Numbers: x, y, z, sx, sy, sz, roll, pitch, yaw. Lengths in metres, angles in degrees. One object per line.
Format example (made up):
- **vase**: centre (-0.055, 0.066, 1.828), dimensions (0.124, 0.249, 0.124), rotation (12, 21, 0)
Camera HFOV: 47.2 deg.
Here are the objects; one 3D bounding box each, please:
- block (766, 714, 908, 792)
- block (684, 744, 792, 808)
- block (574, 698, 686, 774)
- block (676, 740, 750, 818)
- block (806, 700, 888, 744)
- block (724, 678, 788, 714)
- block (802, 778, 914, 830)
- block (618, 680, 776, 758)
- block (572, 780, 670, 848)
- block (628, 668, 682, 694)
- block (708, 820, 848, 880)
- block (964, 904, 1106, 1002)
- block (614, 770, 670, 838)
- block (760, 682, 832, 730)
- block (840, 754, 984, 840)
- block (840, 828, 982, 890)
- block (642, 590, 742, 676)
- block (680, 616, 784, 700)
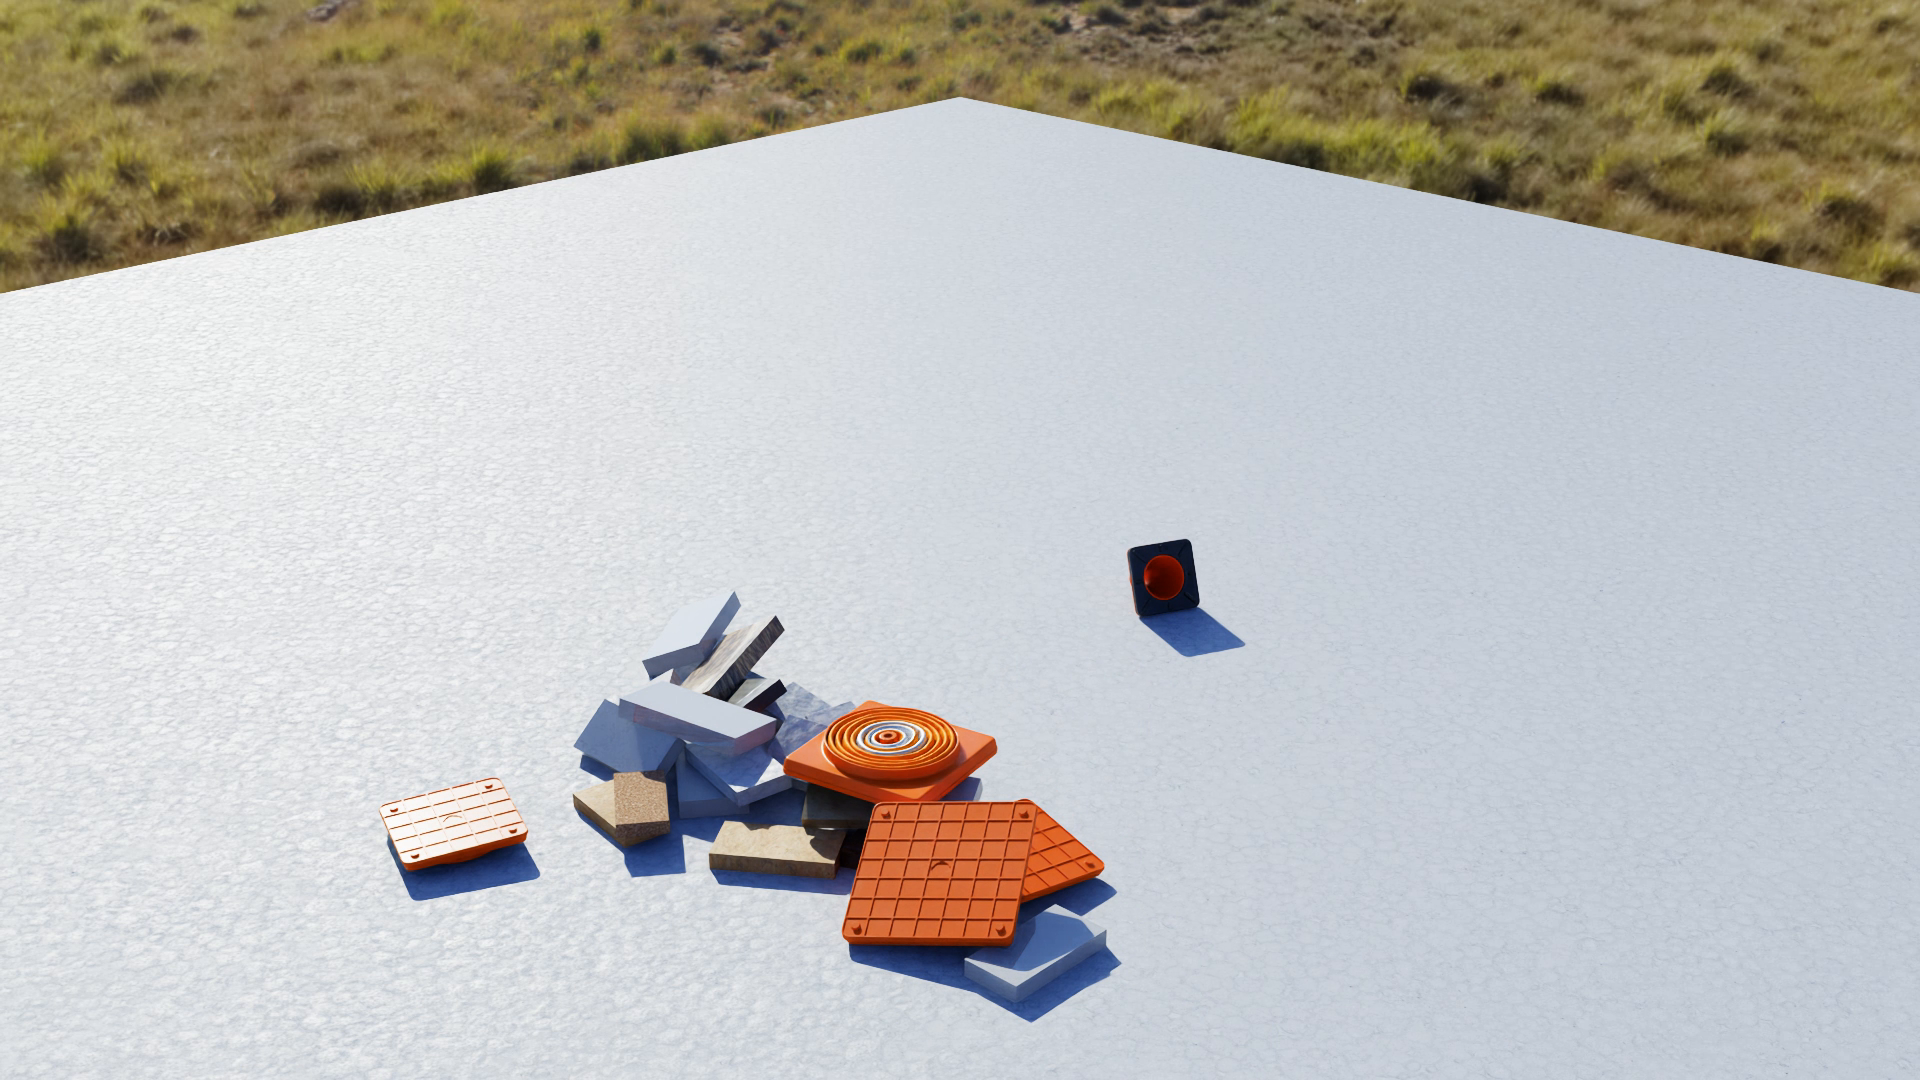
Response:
- **block**: centre (-0.263, 0.460, 4.533), dimensions (0.281, 0.040, 0.140), rotation (14, 56, 26)
- **block**: centre (-0.456, 0.463, 4.504), dimensions (0.122, 0.034, 0.243), rotation (-19, 28, -27)
- **block**: centre (-0.693, 0.429, 4.611), dimensions (0.243, 0.034, 0.121), rotation (21, 72, 39)
- **block**: centre (-0.518, 0.486, 4.565), dimensions (0.140, 0.040, 0.281), rotation (-4, 23, -8)
- **block**: centre (-0.219, 0.433, 4.622), dimensions (0.114, 0.032, 0.229), rotation (-16, 43, -32)
- **block**: centre (-0.473, 0.346, 4.750), dimensions (0.114, 0.032, 0.229), rotation (-37, 15, -27)
- **block**: centre (-0.203, 0.521, 4.357), dimensions (0.208, 0.029, 0.104), rotation (-1, 46, 10)
- **block**: centre (-0.548, 0.371, 4.587), dimensions (0.296, 0.042, 0.148), rotation (16, 19, 26)
- **block**: centre (-0.683, 0.548, 4.430), dimensions (0.104, 0.029, 0.208), rotation (-17, 28, -34)
- **block**: centre (-0.677, 0.373, 4.763), dimensions (0.122, 0.034, 0.243), rotation (-29, 20, 12)
- **block**: centre (-0.353, 0.604, 4.292), dimensions (0.248, 0.035, 0.124), rotation (4, 23, 8)
- **block**: centre (0.138, 0.743, 3.964), dimensions (0.124, 0.035, 0.247), rotation (20, 30, 39)
- **block**: centre (-0.639, 0.527, 4.406), dimensions (0.104, 0.029, 0.208), rotation (-4, 23, -9)
- **block**: centre (-0.313, 0.394, 4.713), dimensions (0.229, 0.032, 0.114), rotation (30, 40, 27)
- **block**: centre (-0.109, 0.520, 4.393), dimensions (0.281, 0.040, 0.140), rotation (9, 54, 17)
- **block**: centre (-0.095, 0.612, 4.274), dimensions (0.247, 0.035, 0.124), rotation (8, 24, 19)
- **block**: centre (-0.624, 0.216, 5.131), dimensions (0.148, 0.042, 0.296), rotation (-17, 18, 18)
- **block**: centre (-0.529, 0.289, 4.910), dimensions (0.148, 0.042, 0.356), rotation (-22, 16, 29)
